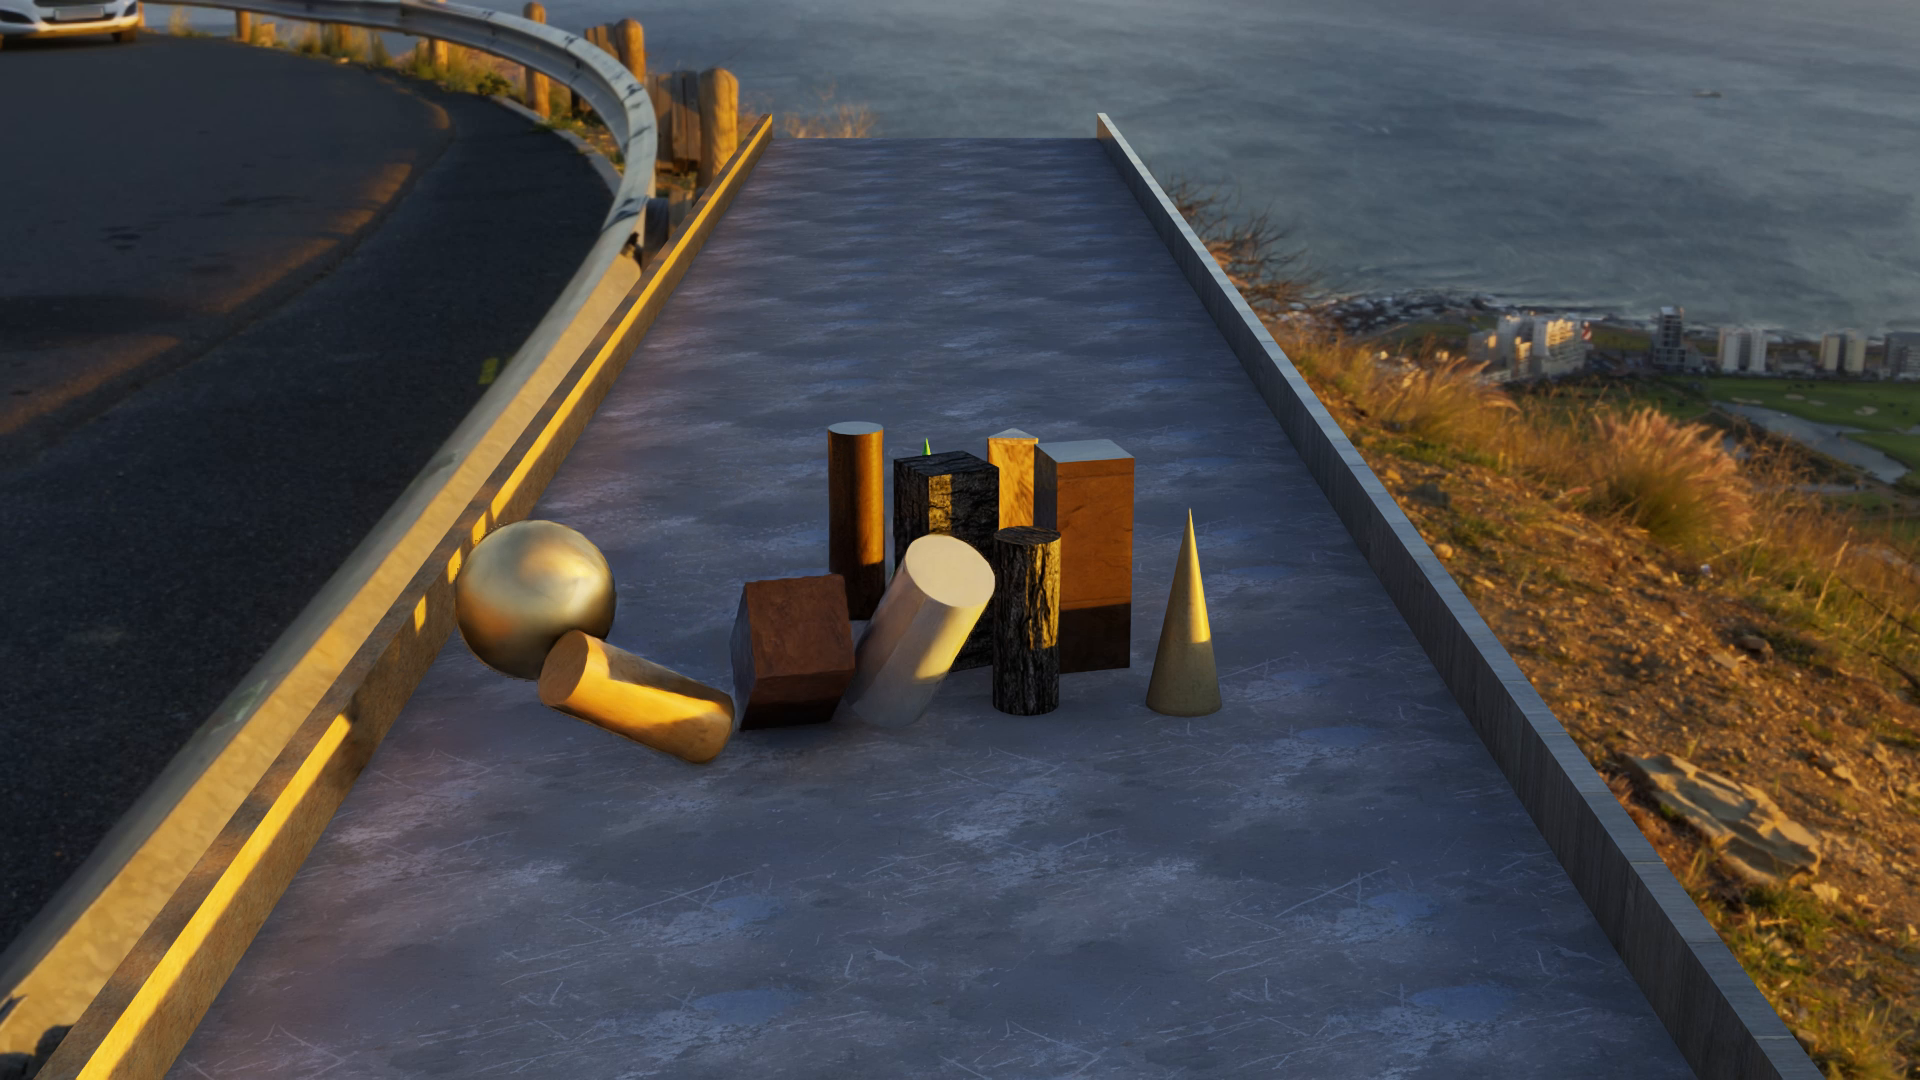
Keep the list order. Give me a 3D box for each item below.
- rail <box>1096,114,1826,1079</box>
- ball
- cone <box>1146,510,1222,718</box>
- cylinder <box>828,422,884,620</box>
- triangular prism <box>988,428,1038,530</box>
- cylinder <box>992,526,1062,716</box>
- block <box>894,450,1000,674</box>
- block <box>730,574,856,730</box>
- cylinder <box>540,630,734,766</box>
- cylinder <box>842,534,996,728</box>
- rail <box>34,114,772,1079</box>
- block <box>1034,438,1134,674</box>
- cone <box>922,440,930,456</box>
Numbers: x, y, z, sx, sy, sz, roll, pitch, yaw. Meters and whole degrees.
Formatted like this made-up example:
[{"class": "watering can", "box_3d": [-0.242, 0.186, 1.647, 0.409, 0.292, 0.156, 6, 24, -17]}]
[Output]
[{"class": "rail", "box_3d": [0.932, -0.844, 7.801, 0.050, 0.150, 12.000, 0, 17, -1]}, {"class": "ball", "box_3d": [-0.747, 0.105, 3.870, 0.282, 0.282, 0.282, 0, 17, 0]}, {"class": "cone", "box_3d": [0.425, 0.125, 4.126, 0.145, 0.388, 0.145, 0, 17, 0]}, {"class": "cylinder", "box_3d": [-0.218, -0.040, 4.649, 0.116, 0.405, 0.116, 0, 17, 0]}, {"class": "triangular prism", "box_3d": [0.112, -0.038, 4.671, 0.103, 0.389, 0.090, 1, 17, 3]}, {"class": "cylinder", "box_3d": [0.125, 0.151, 4.132, 0.126, 0.334, 0.126, 0, 17, 0]}, {"class": "block", "box_3d": [-0.027, 0.044, 4.367, 0.154, 0.405, 0.154, -9, 19, -27]}, {"class": "block", "box_3d": [-0.302, 0.204, 3.896, 0.168, 0.168, 0.403, -5, -16, -11]}, {"class": "cylinder", "box_3d": [-0.556, 0.275, 3.803, 0.318, 0.137, 0.137, 28, -3, -37]}, {"class": "cylinder", "box_3d": [-0.080, 0.169, 3.990, 0.170, 0.347, 0.170, 16, 43, -15]}, {"class": "rail", "box_3d": [-1.118, -0.838, 7.780, 0.050, 0.150, 12.000, 0, 17, -1]}, {"class": "block", "box_3d": [0.242, 0.031, 4.366, 0.156, 0.431, 0.156, -4, 17, -14]}, {"class": "cone", "box_3d": [-0.074, -0.072, 4.897, 0.154, 0.325, 0.154, 0, 17, 0]}]
